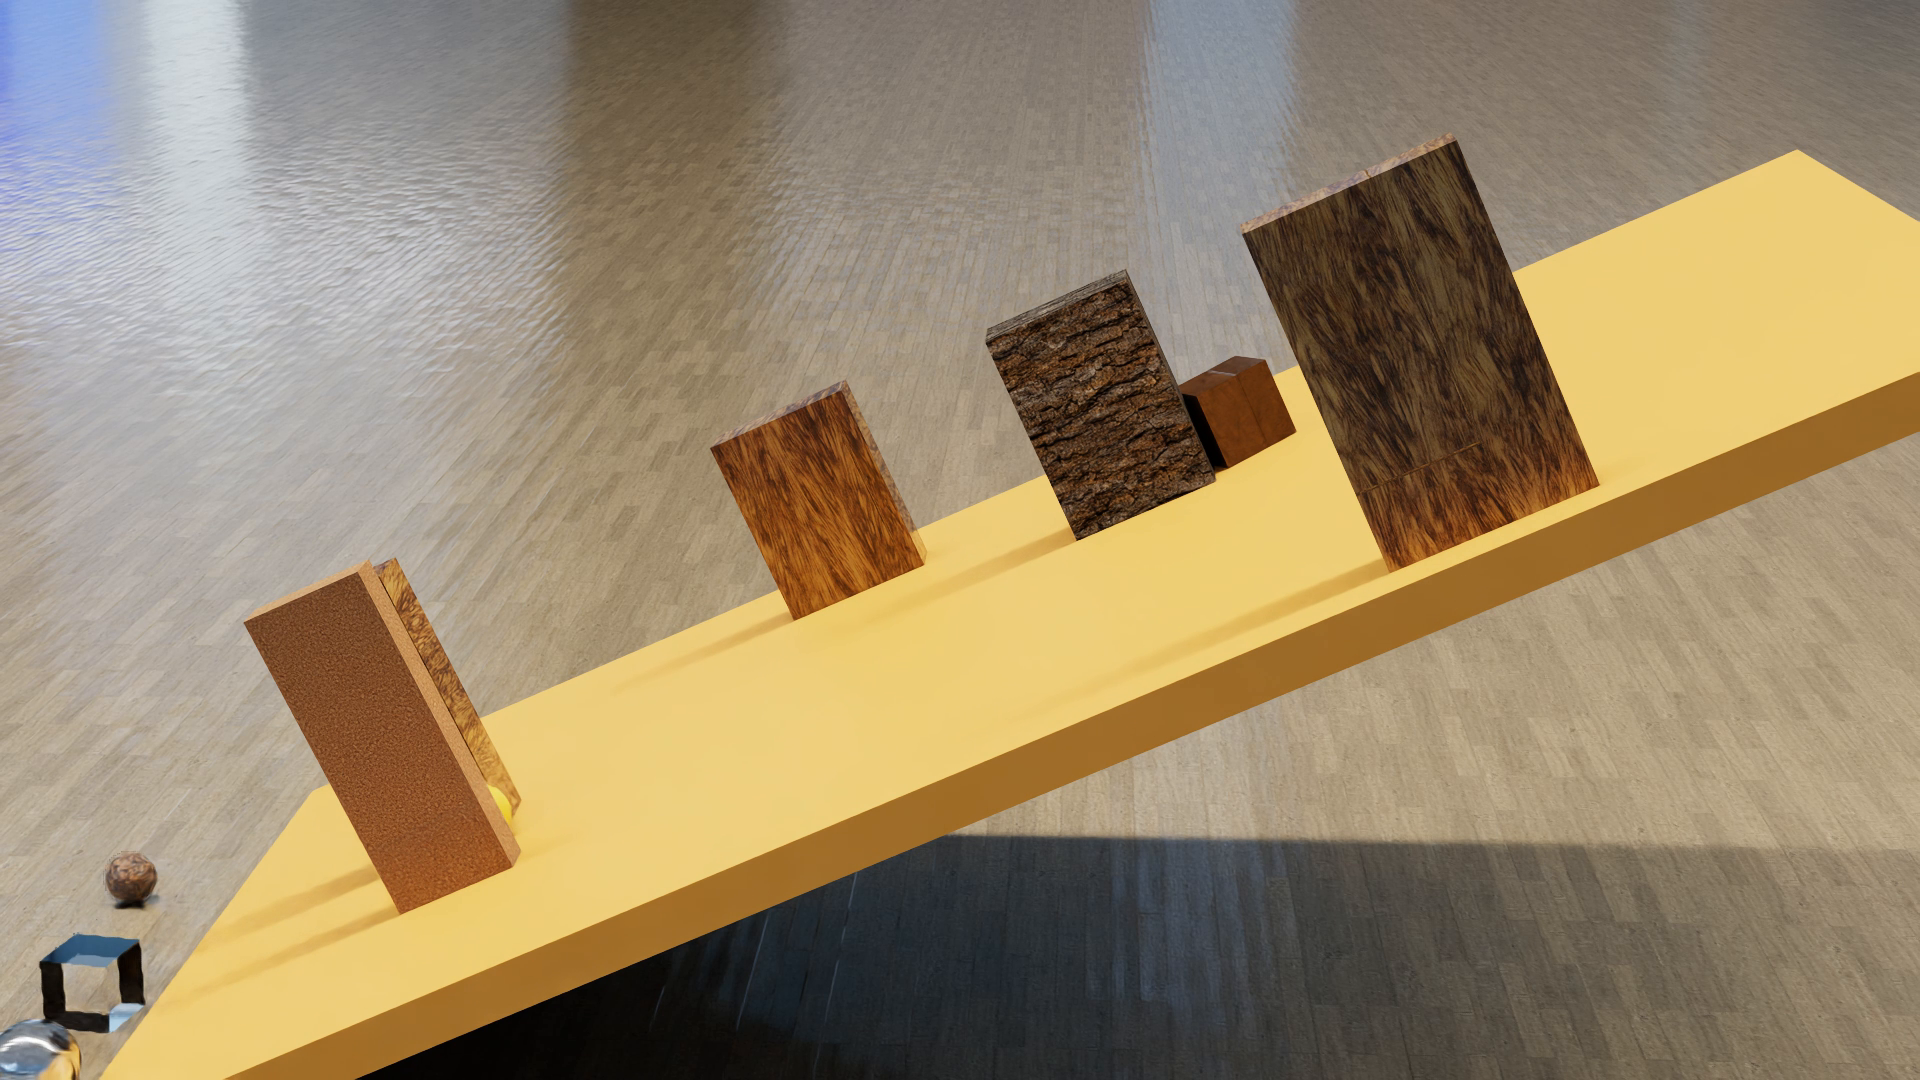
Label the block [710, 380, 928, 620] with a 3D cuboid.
[{"bbox_3d":[-0.330,-0.093,6.935,0.339,0.459,0.121,-23,13,9],"label":"block"}]

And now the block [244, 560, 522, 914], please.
[{"bbox_3d":[-1.178,0.406,6.021,0.263,0.690,0.093,-23,13,9],"label":"block"}]

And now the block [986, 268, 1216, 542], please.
[{"bbox_3d":[0.311,-0.298,6.478,0.334,0.490,0.149,-23,13,9],"label":"block"}]

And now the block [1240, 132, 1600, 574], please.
[{"bbox_3d":[0.818,-0.329,5.238,0.403,0.674,0.103,-23,13,9],"label":"block"}]

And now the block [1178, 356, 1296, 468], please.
[{"bbox_3d":[0.608,-0.287,6.577,0.180,0.180,0.180,-28,13,-12],"label":"block"}]

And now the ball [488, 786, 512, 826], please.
[{"bbox_3d":[-1.022,0.586,6.282,0.128,0.128,0.128,0,15,0],"label":"ball"}]

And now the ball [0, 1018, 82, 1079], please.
[{"bbox_3d":[-1.857,1.052,5.902,0.183,0.183,0.183,0,15,0],"label":"ball"}]

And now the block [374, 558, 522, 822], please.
[{"bbox_3d":[-1.242,0.387,6.394,0.314,0.611,0.148,-23,13,9],"label":"block"}]

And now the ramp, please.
[{"bbox_3d":[0.134,0.169,6.283,4.000,0.100,2.000,-23,13,9],"label":"ramp"}]

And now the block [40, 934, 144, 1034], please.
[{"bbox_3d":[-1.890,0.966,6.410,0.154,0.154,0.154,3,16,13],"label":"block"}]

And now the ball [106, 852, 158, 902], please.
[{"bbox_3d":[-1.986,0.809,7.048,0.119,0.119,0.119,0,15,0],"label":"ball"}]
